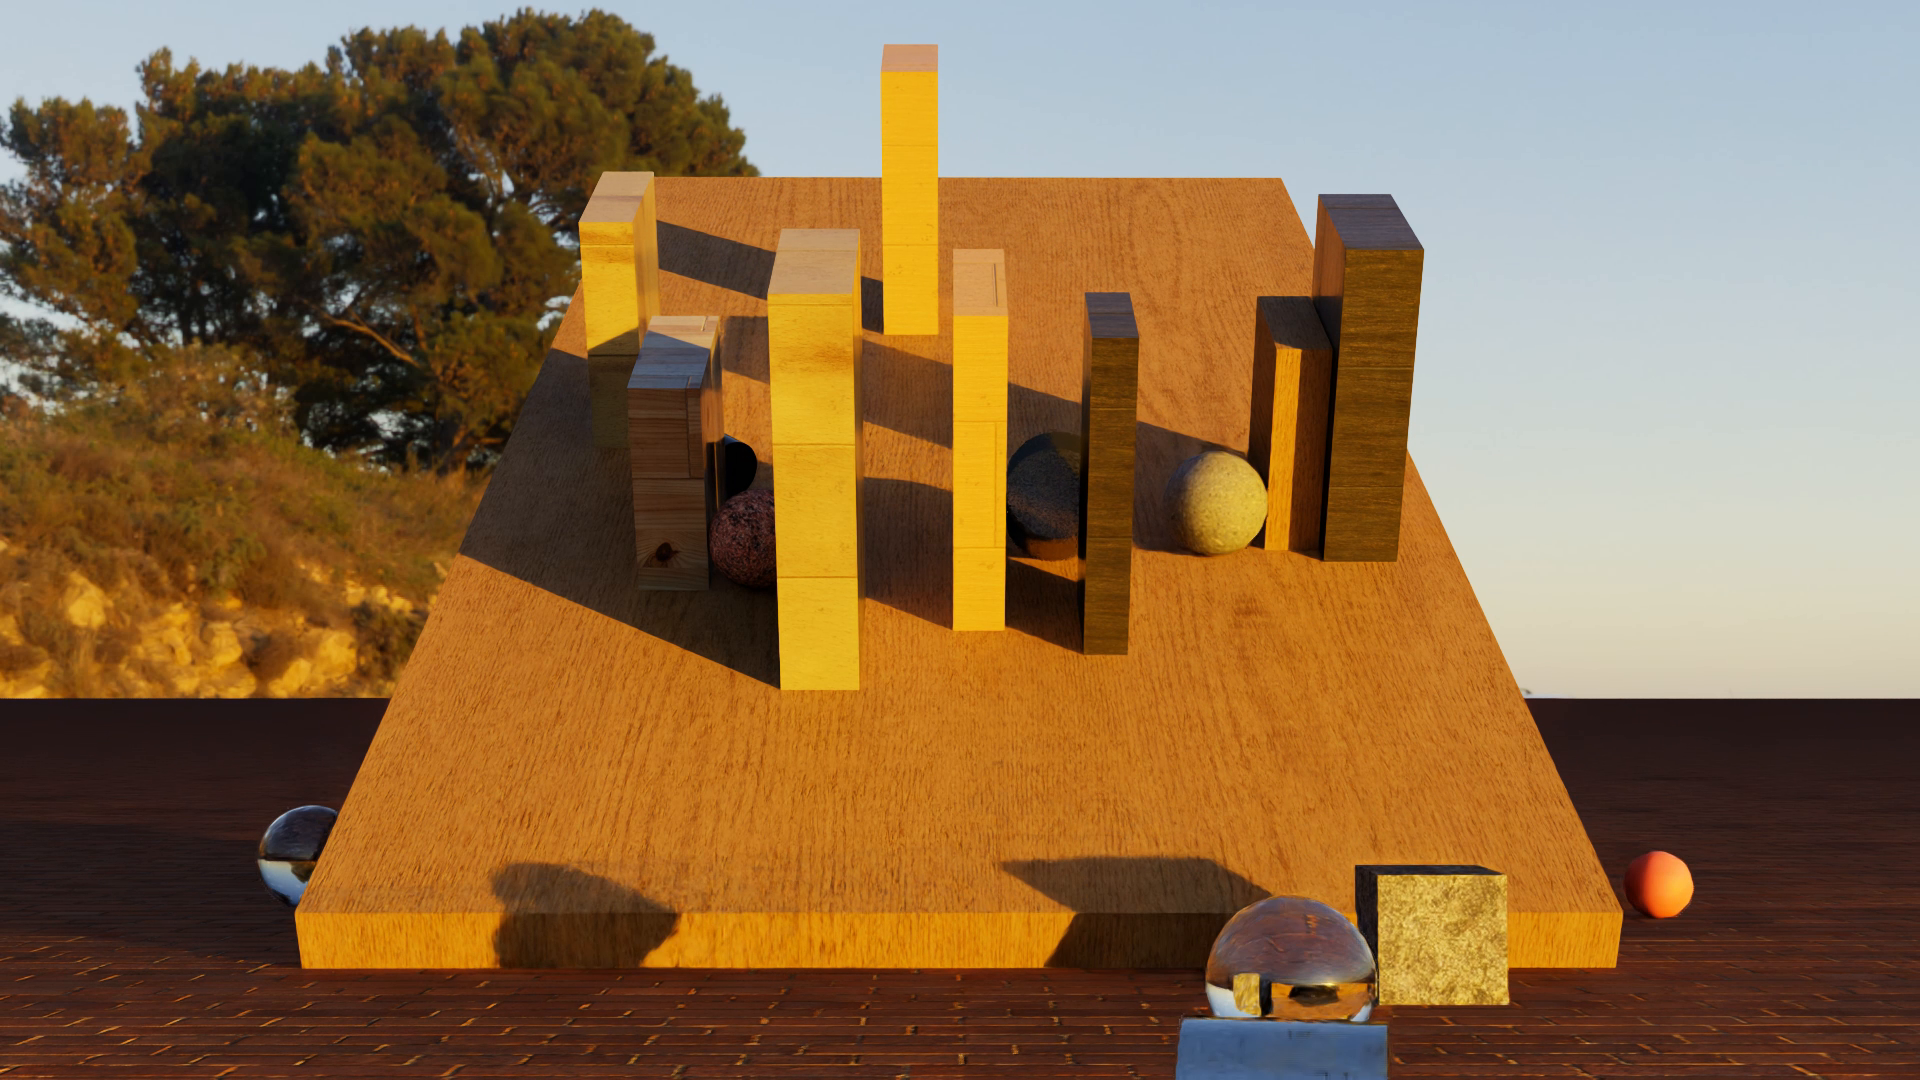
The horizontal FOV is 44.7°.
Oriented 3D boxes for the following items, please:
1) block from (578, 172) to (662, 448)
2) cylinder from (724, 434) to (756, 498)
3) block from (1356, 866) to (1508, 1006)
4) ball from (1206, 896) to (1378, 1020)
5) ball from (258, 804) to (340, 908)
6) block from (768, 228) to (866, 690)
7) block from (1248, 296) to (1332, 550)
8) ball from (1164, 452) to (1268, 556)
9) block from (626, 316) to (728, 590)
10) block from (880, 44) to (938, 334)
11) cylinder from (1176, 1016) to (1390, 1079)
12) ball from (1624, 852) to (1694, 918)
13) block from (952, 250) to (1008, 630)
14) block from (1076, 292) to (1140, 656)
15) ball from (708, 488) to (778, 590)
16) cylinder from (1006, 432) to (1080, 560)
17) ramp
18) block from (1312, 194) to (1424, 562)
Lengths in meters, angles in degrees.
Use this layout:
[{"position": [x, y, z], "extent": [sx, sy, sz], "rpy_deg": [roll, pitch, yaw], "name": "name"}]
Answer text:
[{"position": [-0.754, -0.521, 5.245], "extent": [0.114, 0.518, 0.390], "rpy_deg": [0, 25, 0], "name": "block"}, {"position": [-0.517, -0.166, 4.946], "extent": [0.125, 0.125, 0.125], "rpy_deg": [4, 16, -43], "name": "cylinder"}, {"position": [0.649, 0.543, 3.228], "extent": [0.174, 0.174, 0.174], "rpy_deg": [0, -4, 0], "name": "block"}, {"position": [0.372, 0.495, 2.623], "extent": [0.191, 0.191, 0.191], "rpy_deg": [0, -4, 0], "name": "ball"}, {"position": [-1.261, 0.616, 4.542], "extent": [0.200, 0.200, 0.200], "rpy_deg": [0, -4, 0], "name": "ball"}, {"position": [-0.249, -0.145, 4.165], "extent": [0.140, 0.739, 0.361], "rpy_deg": [0, 25, 0], "name": "block"}, {"position": [0.666, -0.240, 4.751], "extent": [0.108, 0.428, 0.318], "rpy_deg": [0, 25, 0], "name": "block"}, {"position": [0.508, -0.073, 4.650], "extent": [0.207, 0.207, 0.207], "rpy_deg": [0, -4, 0], "name": "ball"}, {"position": [-0.553, -0.178, 4.620], "extent": [0.136, 0.418, 0.407], "rpy_deg": [0, 25, 0], "name": "block"}, {"position": [-0.123, -0.877, 5.849], "extent": [0.136, 0.664, 0.292], "rpy_deg": [0, 25, 0], "name": "block"}, {"position": [0.257, 0.459, 1.844], "extent": [0.160, 0.160, 0.160], "rpy_deg": [-1, -4, 11], "name": "cylinder"}, {"position": [1.298, 0.641, 4.345], "extent": [0.124, 0.124, 0.124], "rpy_deg": [0, -4, 0], "name": "ball"}, {"position": [0.035, -0.193, 4.414], "extent": [0.096, 0.620, 0.385], "rpy_deg": [0, 25, 0], "name": "block"}, {"position": [0.267, -0.119, 4.261], "extent": [0.081, 0.615, 0.243], "rpy_deg": [0, 25, 0], "name": "block"}, {"position": [-0.388, -0.002, 4.505], "extent": [0.195, 0.195, 0.195], "rpy_deg": [0, -4, 0], "name": "ball"}, {"position": [0.188, -0.084, 4.569], "extent": [0.210, 0.210, 0.210], "rpy_deg": [0, -12, 0], "name": "cylinder"}, {"position": [-0.009, -0.229, 5.354], "extent": [2.000, 0.100, 4.000], "rpy_deg": [0, 25, 0], "name": "ramp"}, {"position": [0.796, -0.327, 4.679], "extent": [0.146, 0.646, 0.370], "rpy_deg": [0, 25, 0], "name": "block"}]
